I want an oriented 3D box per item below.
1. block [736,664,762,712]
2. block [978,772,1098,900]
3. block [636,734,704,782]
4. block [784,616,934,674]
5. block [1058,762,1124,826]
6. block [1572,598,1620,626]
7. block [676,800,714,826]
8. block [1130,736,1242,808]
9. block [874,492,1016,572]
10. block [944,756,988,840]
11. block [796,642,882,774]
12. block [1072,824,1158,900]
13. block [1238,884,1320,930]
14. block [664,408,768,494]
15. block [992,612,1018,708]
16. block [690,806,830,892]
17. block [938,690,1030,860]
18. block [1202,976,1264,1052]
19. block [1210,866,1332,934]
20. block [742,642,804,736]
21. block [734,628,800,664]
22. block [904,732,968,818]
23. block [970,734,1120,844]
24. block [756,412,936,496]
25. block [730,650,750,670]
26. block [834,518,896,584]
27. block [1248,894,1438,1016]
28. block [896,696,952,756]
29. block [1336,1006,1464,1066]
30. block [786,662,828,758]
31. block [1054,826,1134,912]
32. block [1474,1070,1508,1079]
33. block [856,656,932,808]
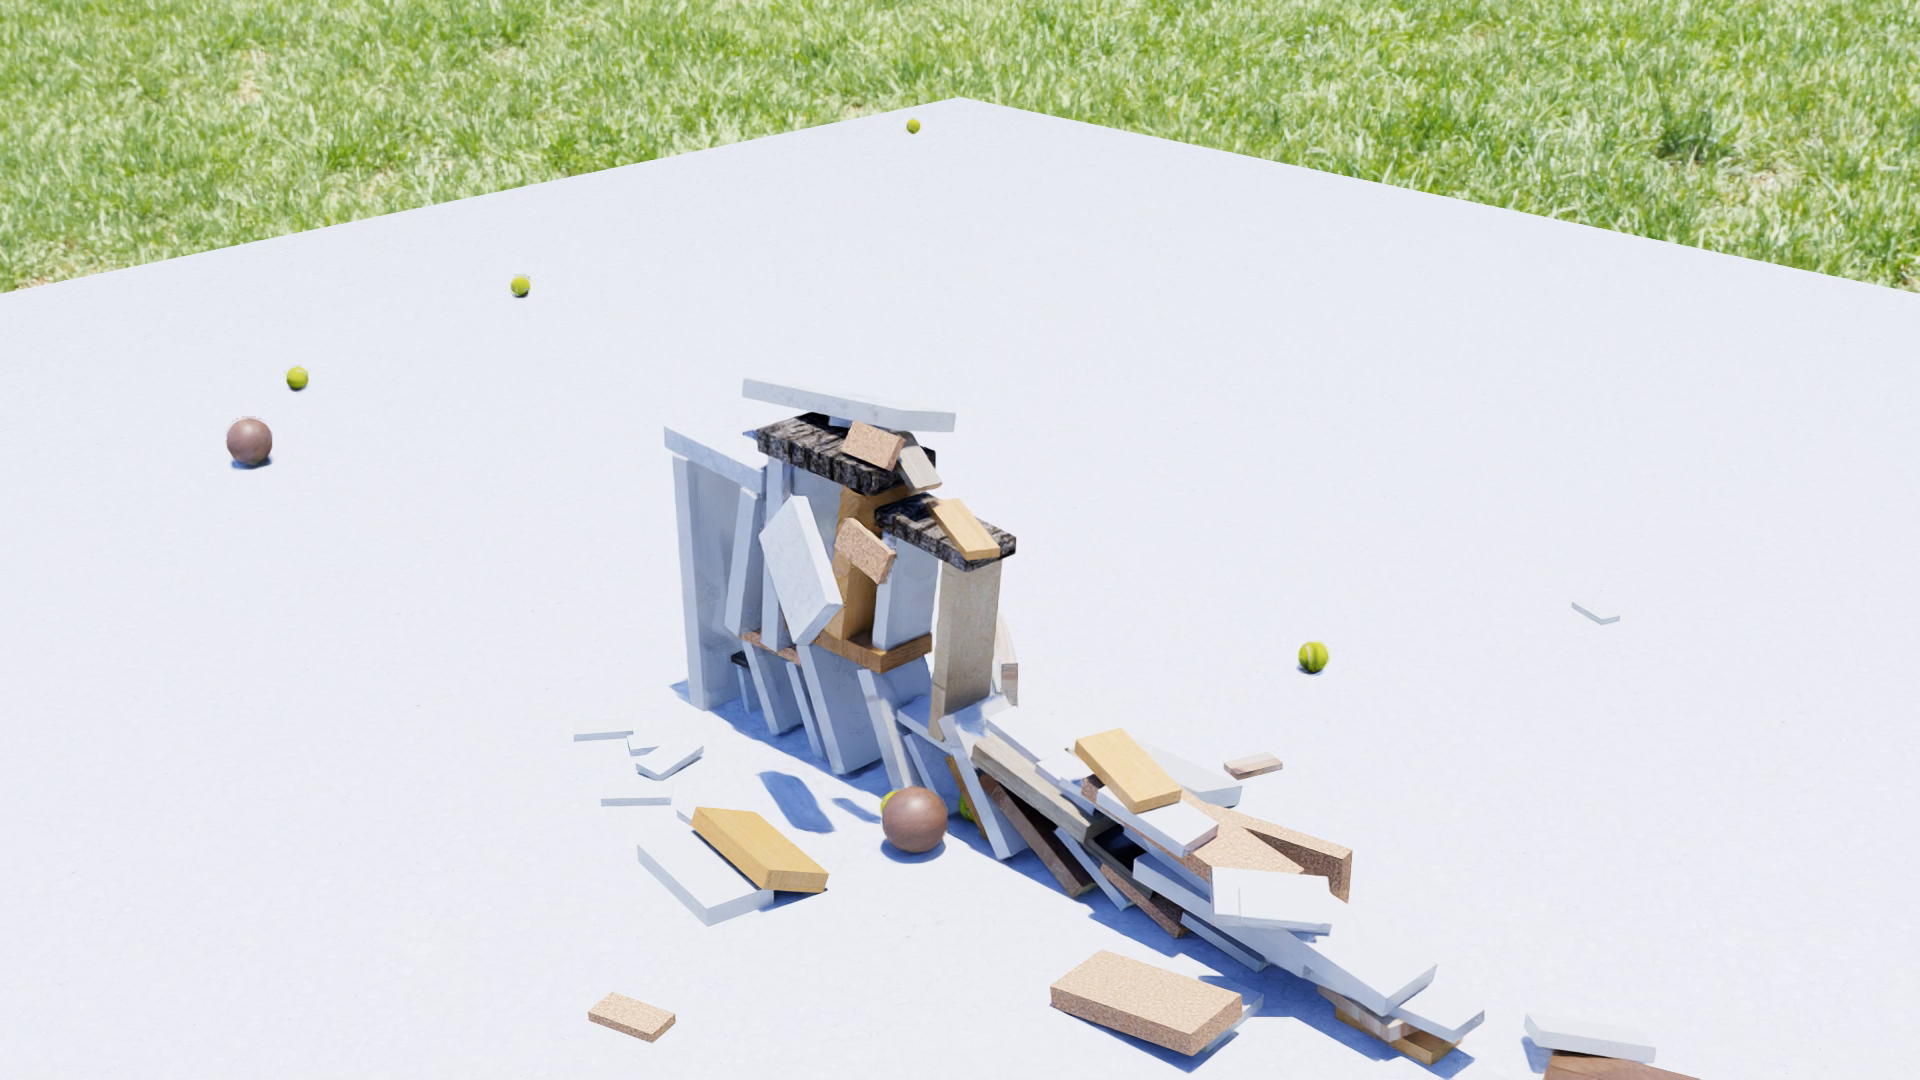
[{"bbox_3d":[-0.459,0.320,4.864,0.055,0.110,0.016,-21,19,-41],"label":"block"},{"bbox_3d":[0.185,0.540,4.245,0.148,0.042,0.297,-21,62,-41],"label":"block"},{"bbox_3d":[-0.611,0.458,4.632,0.068,0.019,0.136,23,36,30],"label":"block"},{"bbox_3d":[-0.211,0.188,4.529,0.294,0.042,0.147,21,31,40],"label":"block"},{"bbox_3d":[0.268,0.471,4.109,0.152,0.022,0.076,30,37,28],"label":"block"},{"bbox_3d":[1.541,0.173,5.333,0.056,0.016,0.112,-10,25,-22],"label":"block"},{"bbox_3d":[-0.506,0.562,4.412,0.064,0.018,0.128,-19,29,-38],"label":"block"},{"bbox_3d":[0.416,0.479,4.526,0.299,0.042,0.149,21,15,41],"label":"block"},{"bbox_3d":[-0.029,-0.017,4.258,0.130,0.037,0.261,-20,34,-39],"label":"block"},{"bbox_3d":[0.048,0.498,4.383,0.090,0.180,0.025,-21,-7,-41],"label":"block"},{"bbox_3d":[-0.239,0.328,4.619,0.147,0.294,0.042,-22,9,-41],"label":"block"},{"bbox_3d":[0.315,0.585,4.128,0.199,0.028,0.099,37,41,27],"label":"block"},{"bbox_3d":[0.543,0.627,3.751,0.134,0.019,0.067,6,43,-2],"label":"block"},{"bbox_3d":[-0.454,-0.191,4.640,0.173,0.049,0.347,-19,30,-38],"label":"block"},{"bbox_3d":[0.095,0.278,4.938,0.037,0.131,0.262,-2,23,-6],"label":"block"},{"bbox_3d":[-0.388,0.596,4.239,0.142,0.040,0.283,11,12,-39],"label":"block"},{"bbox_3d":[0.080,0.462,4.328,0.148,0.297,0.042,-21,-3,-41],"label":"block"},{"bbox_3d":[0.439,0.819,3.799,0.087,0.025,0.175,18,29,36],"label":"block"},{"bbox_3d":[0.535,0.621,3.791,0.203,0.029,0.101,5,43,-2],"label":"block"},{"bbox_3d":[-0.392,0.306,4.776,0.106,0.212,0.030,-22,8,-42],"label":"block"},{"bbox_3d":[-0.376,0.205,4.709,0.212,0.030,0.106,20,30,40],"label":"block"},{"bbox_3d":[-0.039,0.464,4.463,0.090,0.180,0.025,-21,-6,-41],"label":"block"},{"bbox_3d":[0.179,0.457,4.206,0.297,0.042,0.149,34,39,32],"label":"block"},{"bbox_3d":[-0.229,-0.178,4.391,0.171,0.048,0.342,-21,31,-41],"label":"block"},{"bbox_3d":[-0.446,0.268,4.827,0.110,0.016,0.055,21,31,39],"label":"block"},{"bbox_3d":[-0.181,0.019,4.202,0.019,0.067,0.133,-4,35,-48],"label":"block"},{"bbox_3d":[0.656,0.695,3.779,0.146,0.041,0.292,-21,39,-40],"label":"block"},{"bbox_3d":[-0.032,0.375,4.415,0.090,0.025,0.180,-21,39,-41],"label":"block"},{"bbox_3d":[0.753,0.829,3.772,0.195,0.028,0.098,21,31,40],"label":"block"},{"bbox_3d":[-0.292,0.345,4.683,0.106,0.212,0.030,-22,8,-41],"label":"block"},{"bbox_3d":[0.281,0.604,4.180,0.099,0.028,0.199,-21,61,-41],"label":"block"},{"bbox_3d":[0.923,0.939,3.501,0.261,0.037,0.131,18,29,36],"label":"block"},{"bbox_3d":[-0.102,0.382,4.493,0.147,0.294,0.042,-21,8,-41],"label":"block"}]
